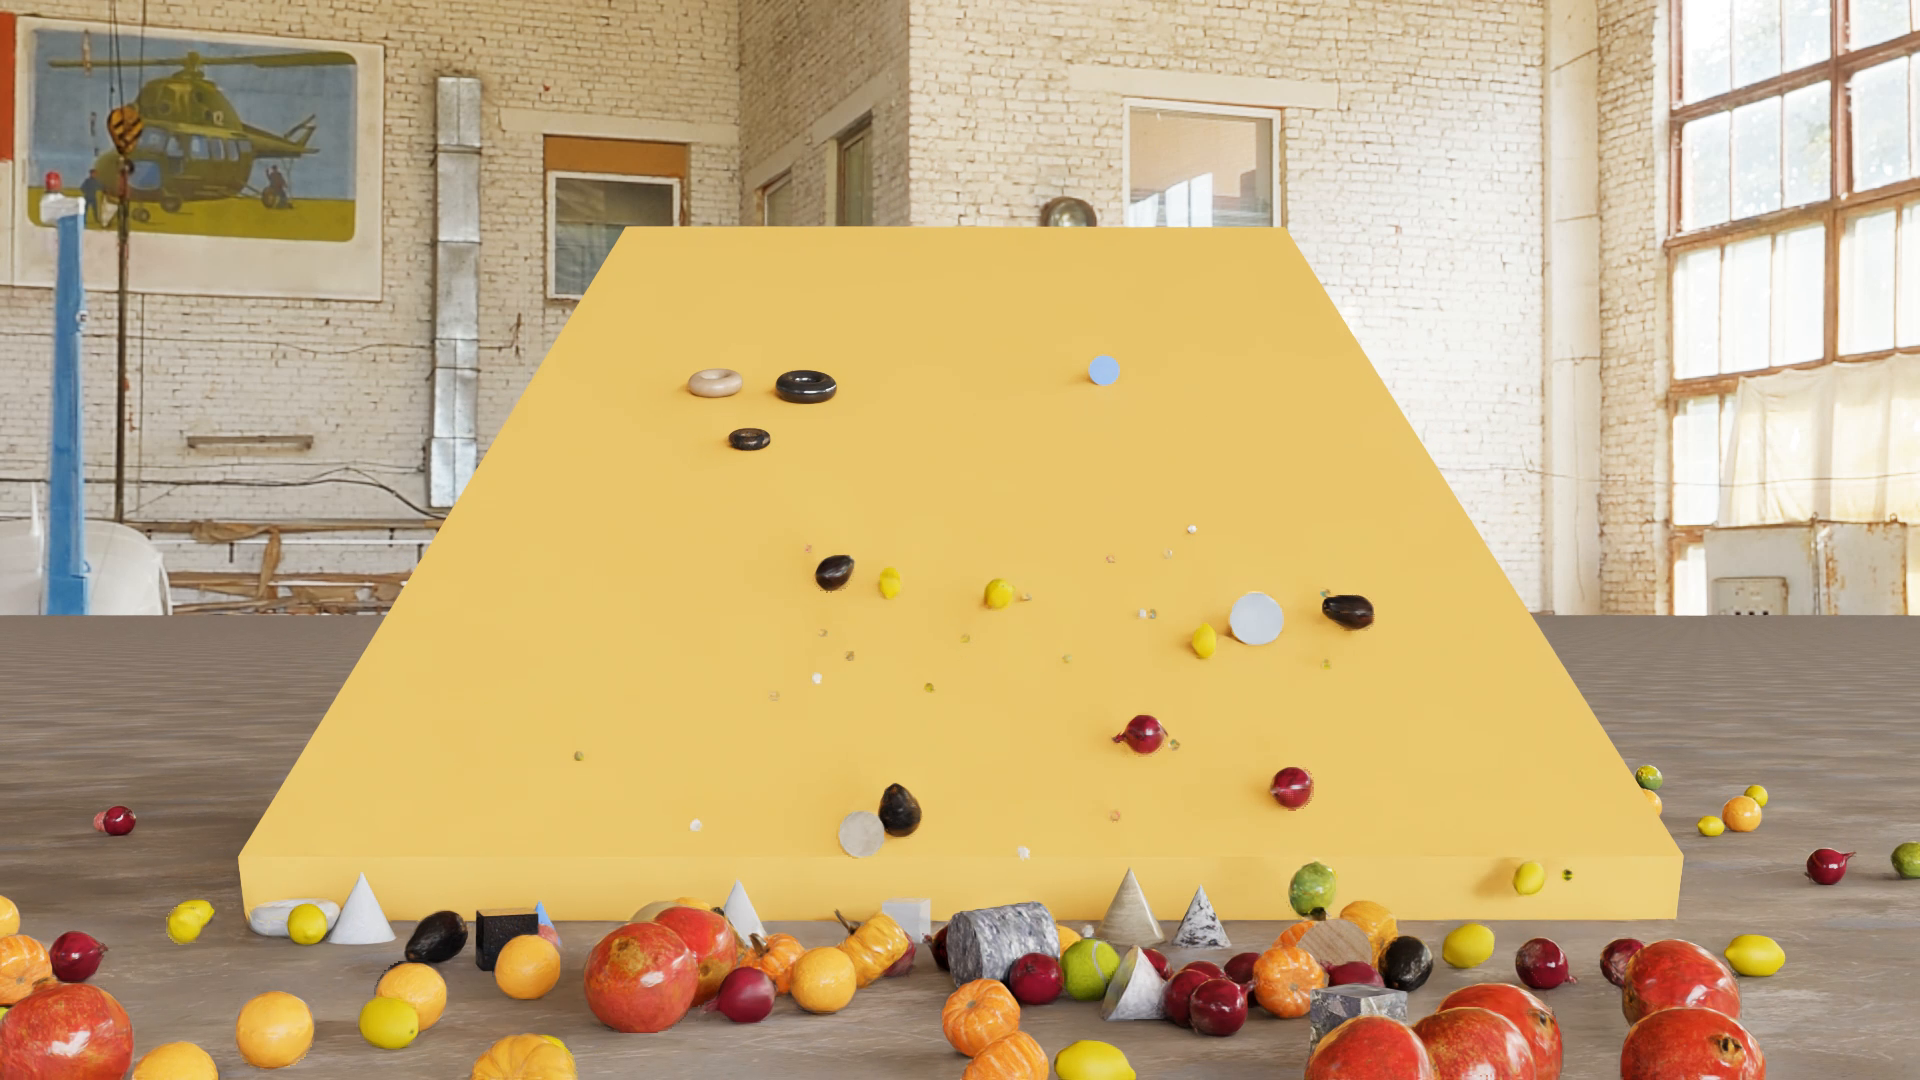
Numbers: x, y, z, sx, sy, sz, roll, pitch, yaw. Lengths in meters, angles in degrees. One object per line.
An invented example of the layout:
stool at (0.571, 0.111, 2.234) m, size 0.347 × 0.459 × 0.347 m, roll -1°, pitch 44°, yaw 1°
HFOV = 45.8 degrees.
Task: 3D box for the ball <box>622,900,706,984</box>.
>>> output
ball at (-0.344, 0.468, 2.642) m, size 0.096 × 0.096 × 0.096 m, roll 0°, pitch -2°, yaw 0°

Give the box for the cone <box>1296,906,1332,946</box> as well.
cone at (0.470, 0.507, 2.868) m, size 0.067 × 0.067 × 0.067 m, roll 28°, pitch -9°, yaw -13°

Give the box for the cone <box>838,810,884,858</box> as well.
cone at (-0.130, 0.410, 3.174) m, size 0.065 × 0.065 × 0.065 m, roll 0°, pitch -7°, yaw 10°

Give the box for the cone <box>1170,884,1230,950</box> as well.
cone at (0.312, 0.485, 2.945) m, size 0.079 × 0.079 × 0.079 m, roll 0°, pitch -2°, yaw 0°

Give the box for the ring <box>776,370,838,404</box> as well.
ring at (-0.352, -0.351, 5.203) m, size 0.143 × 0.048 × 0.143 m, roll 3°, pitch 22°, yaw -1°

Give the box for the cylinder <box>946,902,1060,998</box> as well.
cylinder at (0.048, 0.462, 2.561) m, size 0.096 × 0.096 × 0.096 m, roll -4°, pitch 0°, yaw -25°

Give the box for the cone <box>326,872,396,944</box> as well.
cone at (-0.789, 0.481, 2.995) m, size 0.090 × 0.090 × 0.090 m, roll 0°, pitch -2°, yaw 0°

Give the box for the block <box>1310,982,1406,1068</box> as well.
block at (0.386, 0.470, 2.203) m, size 0.065 × 0.065 × 0.065 m, roll 1°, pitch -2°, yaw -38°

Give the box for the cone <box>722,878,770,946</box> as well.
cone at (-0.291, 0.484, 2.978) m, size 0.084 × 0.084 × 0.084 m, roll 0°, pitch -2°, yaw 0°

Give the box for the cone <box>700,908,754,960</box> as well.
cone at (-0.286, 0.505, 2.834) m, size 0.072 × 0.072 × 0.072 m, roll 31°, pitch -16°, yaw -26°

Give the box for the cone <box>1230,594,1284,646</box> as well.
cone at (0.504, 0.139, 3.893) m, size 0.090 × 0.090 × 0.090 m, roll 0°, pitch -6°, yaw 1°

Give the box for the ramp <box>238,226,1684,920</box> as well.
ramp at (-0.005, -0.210, 5.035) m, size 2.000 × 0.100 × 4.000 m, roll 0°, pitch 20°, yaw 0°

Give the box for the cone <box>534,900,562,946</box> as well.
cone at (-0.547, 0.496, 2.955) m, size 0.057 × 0.057 × 0.057 m, roll 0°, pitch -2°, yaw 0°

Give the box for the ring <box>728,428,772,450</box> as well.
ring at (-0.451, -0.216, 4.863) m, size 0.092 × 0.031 × 0.092 m, roll 1°, pitch 19°, yaw 0°

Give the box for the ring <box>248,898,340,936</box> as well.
ring at (-0.895, 0.508, 3.060) m, size 0.121 × 0.040 × 0.121 m, roll -1°, pitch -2°, yaw 0°

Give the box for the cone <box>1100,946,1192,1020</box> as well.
cone at (0.208, 0.489, 2.413) m, size 0.087 × 0.087 × 0.087 m, roll 27°, pitch -4°, yaw -4°

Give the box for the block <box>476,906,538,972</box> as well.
block at (-0.553, 0.486, 2.772) m, size 0.066 × 0.066 × 0.066 m, roll 1°, pitch -2°, yaw -20°

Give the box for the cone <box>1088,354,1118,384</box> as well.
cone at (0.339, -0.392, 5.340) m, size 0.071 × 0.071 × 0.071 m, roll 0°, pitch -12°, yaw 6°

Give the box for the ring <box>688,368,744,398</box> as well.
ring at (-0.564, -0.362, 5.241) m, size 0.128 × 0.043 × 0.128 m, roll -1°, pitch 21°, yaw 0°

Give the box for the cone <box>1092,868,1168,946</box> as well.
cone at (0.223, 0.477, 2.978) m, size 0.098 × 0.098 × 0.098 m, roll 0°, pitch -2°, yaw 0°

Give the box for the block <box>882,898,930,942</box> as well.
block at (-0.071, 0.500, 2.992) m, size 0.052 × 0.052 × 0.052 m, roll 0°, pitch -2°, yaw 16°
